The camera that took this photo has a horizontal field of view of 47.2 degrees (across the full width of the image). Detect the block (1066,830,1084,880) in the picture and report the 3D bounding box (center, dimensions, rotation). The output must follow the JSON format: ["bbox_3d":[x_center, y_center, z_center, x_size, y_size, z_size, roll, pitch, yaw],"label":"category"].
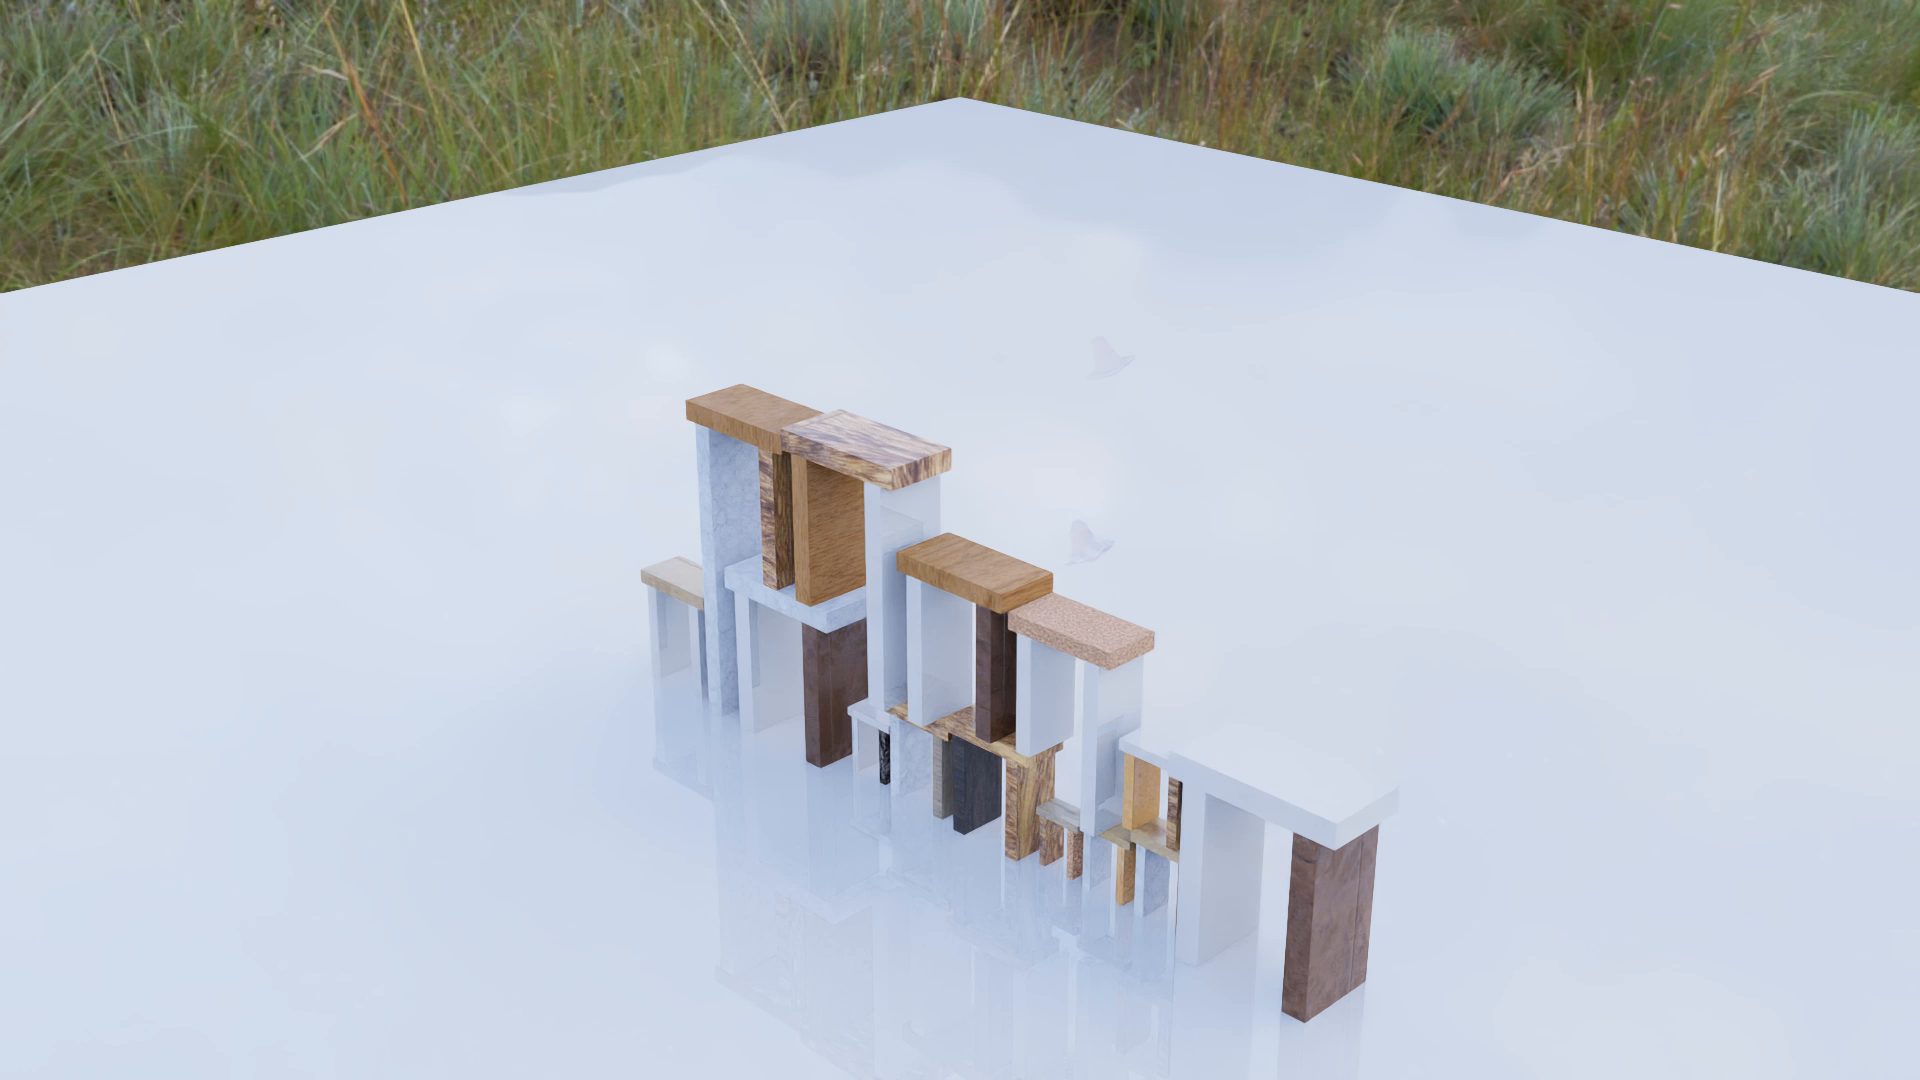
[{"bbox_3d":[0.229,0.594,4.223,0.015,0.107,0.054,21,31,41],"label":"block"}]

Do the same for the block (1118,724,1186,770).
[{"bbox_3d":[0.373,0.383,3.989,0.078,0.022,0.157,-21,31,-41],"label":"block"}]

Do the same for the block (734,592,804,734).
[{"bbox_3d":[-0.406,0.243,4.773,0.046,0.325,0.162,21,31,41],"label":"block"}]

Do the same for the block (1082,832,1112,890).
[{"bbox_3d":[0.262,0.597,4.193,0.018,0.125,0.063,21,31,41],"label":"block"}]

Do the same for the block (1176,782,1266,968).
[{"bbox_3d":[0.471,0.571,3.955,0.051,0.359,0.180,21,31,41],"label":"block"}]

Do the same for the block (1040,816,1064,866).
[{"bbox_3d":[0.178,0.575,4.269,0.015,0.107,0.054,21,31,41],"label":"block"}]

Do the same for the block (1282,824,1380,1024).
[{"bbox_3d":[0.640,0.637,3.799,0.051,0.359,0.180,21,31,41],"label":"block"}]

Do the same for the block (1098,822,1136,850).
[{"bbox_3d":[0.292,0.543,4.138,0.125,0.018,0.063,21,31,41],"label":"block"}]

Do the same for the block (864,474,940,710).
[{"bbox_3d":[-0.111,0.093,4.384,0.162,0.483,0.046,-21,31,-40],"label":"block"}]

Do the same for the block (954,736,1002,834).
[{"bbox_3d":[0.035,0.469,4.379,0.030,0.215,0.108,21,31,41],"label":"block"}]

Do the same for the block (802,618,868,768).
[{"bbox_3d":[-0.252,0.303,4.632,0.046,0.325,0.162,21,31,41],"label":"block"}]

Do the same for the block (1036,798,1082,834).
[{"bbox_3d":[0.204,0.528,4.222,0.107,0.015,0.054,21,31,41],"label":"block"}]

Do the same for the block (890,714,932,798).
[{"bbox_3d":[-0.100,0.429,4.514,0.092,0.185,0.026,-21,31,-41],"label":"block"}]

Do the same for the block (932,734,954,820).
[{"bbox_3d":[-0.013,0.463,4.434,0.092,0.184,0.026,-21,31,-40],"label":"block"}]

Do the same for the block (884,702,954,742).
[{"bbox_3d":[-0.056,0.349,4.433,0.092,0.026,0.185,-21,31,-40],"label":"block"}]

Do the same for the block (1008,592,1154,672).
[{"bbox_3d":[0.222,0.167,4.053,0.250,0.035,0.125,21,31,40],"label":"block"}]

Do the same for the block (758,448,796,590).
[{"bbox_3d":[-0.341,-0.063,4.568,0.043,0.306,0.153,21,31,41],"label":"block"}]

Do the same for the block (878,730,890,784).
[{"bbox_3d":[-0.139,0.441,4.564,0.018,0.124,0.062,21,31,41],"label":"block"}]

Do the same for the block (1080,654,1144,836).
[{"bbox_3d":[0.281,0.368,4.075,0.035,0.353,0.125,21,31,41],"label":"block"}]

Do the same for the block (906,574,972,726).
[{"bbox_3d":[-0.039,0.199,4.345,0.141,0.318,0.040,-21,31,-40],"label":"block"}]

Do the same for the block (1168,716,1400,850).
[{"bbox_3d":[0.556,0.415,3.797,0.359,0.051,0.180,21,31,41],"label":"block"}]

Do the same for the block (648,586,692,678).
[{"bbox_3d":[-0.654,0.192,5.022,0.032,0.223,0.112,21,31,41],"label":"block"}]

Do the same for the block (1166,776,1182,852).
[{"bbox_3d":[0.410,0.480,3.990,0.078,0.157,0.022,-21,31,-40],"label":"block"}]

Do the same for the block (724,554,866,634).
[{"bbox_3d":[-0.329,0.102,4.630,0.325,0.046,0.162,21,31,41],"label":"block"}]

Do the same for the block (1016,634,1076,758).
[{"bbox_3d":[0.163,0.275,4.163,0.125,0.250,0.035,-21,31,-41],"label":"block"}]

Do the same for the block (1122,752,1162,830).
[{"bbox_3d":[0.336,0.451,4.058,0.078,0.157,0.022,-21,31,-41],"label":"block"}]

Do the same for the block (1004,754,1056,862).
[{"bbox_3d":[0.137,0.509,4.286,0.030,0.215,0.108,21,31,41],"label":"block"}]

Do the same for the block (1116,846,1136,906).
[{"bbox_3d":[0.321,0.620,4.139,0.018,0.125,0.063,21,31,41],"label":"block"}]

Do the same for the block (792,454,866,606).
[{"bbox_3d":[-0.264,-0.040,4.493,0.046,0.323,0.162,21,31,41],"label":"block"}]

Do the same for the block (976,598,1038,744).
[{"bbox_3d":[0.094,0.235,4.215,0.040,0.283,0.141,21,31,41],"label":"block"}]

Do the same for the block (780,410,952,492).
[{"bbox_3d":[-0.188,-0.180,4.350,0.323,0.046,0.162,21,31,41],"label":"block"}]

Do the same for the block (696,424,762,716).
[{"bbox_3d":[-0.485,0.051,4.773,0.043,0.677,0.153,21,31,41],"label":"block"}]

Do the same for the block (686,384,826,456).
[{"bbox_3d":[-0.413,-0.252,4.567,0.306,0.043,0.153,21,31,40],"label":"block"}]

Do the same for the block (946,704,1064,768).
[{"bbox_3d":[0.086,0.376,4.285,0.215,0.030,0.108,21,31,41],"label":"block"}]

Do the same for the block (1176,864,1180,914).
[{"bbox_3d":[0.430,0.650,4.037,0.021,0.150,0.075,21,31,41],"label":"block"}]

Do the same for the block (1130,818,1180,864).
[{"bbox_3d":[0.395,0.557,4.037,0.075,0.021,0.150,-21,31,-41],"label":"block"}]

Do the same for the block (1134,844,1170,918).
[{"bbox_3d":[0.359,0.622,4.103,0.021,0.150,0.075,21,31,41],"label":"block"}]

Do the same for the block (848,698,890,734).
[{"bbox_3d":[-0.168,0.364,4.563,0.124,0.018,0.062,21,31,41],"label":"block"}]

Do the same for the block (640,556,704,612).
[{"bbox_3d":[-0.602,0.096,4.923,0.223,0.032,0.112,21,31,41],"label":"block"}]

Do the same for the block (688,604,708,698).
[{"bbox_3d":[-0.549,0.234,4.925,0.032,0.223,0.112,21,31,41],"label":"block"}]

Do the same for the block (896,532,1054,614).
[{"bbox_3d":[0.027,0.061,4.214,0.141,0.040,0.283,-21,31,-41],"label":"block"}]

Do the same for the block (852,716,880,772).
[{"bbox_3d":[-0.197,0.418,4.617,0.018,0.124,0.062,21,31,41],"label":"block"}]
